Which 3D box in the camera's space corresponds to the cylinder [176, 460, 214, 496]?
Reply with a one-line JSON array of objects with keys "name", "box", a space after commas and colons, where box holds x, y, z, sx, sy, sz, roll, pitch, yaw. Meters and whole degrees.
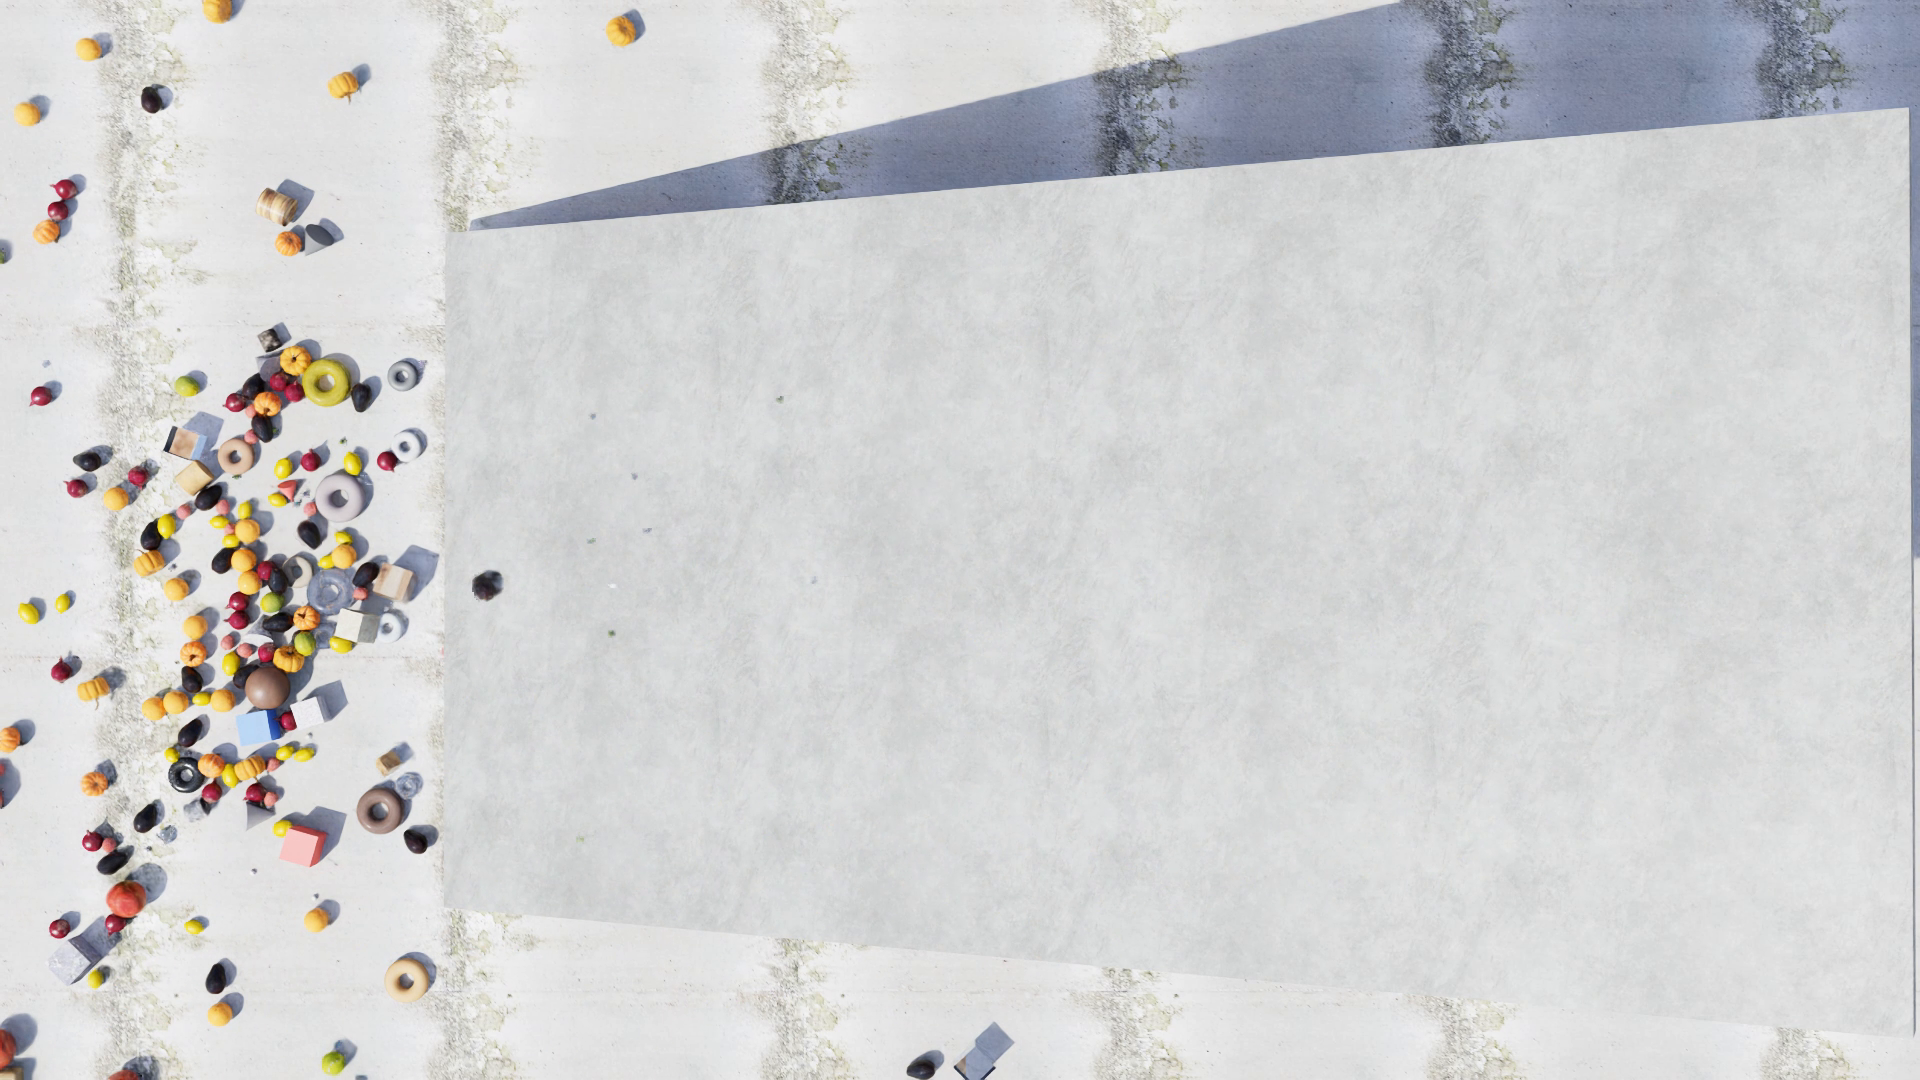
[{"name": "cylinder", "box": [-2.289, -0.186, 6.576, 0.079, 0.079, 0.079, -42, 90, -1]}]

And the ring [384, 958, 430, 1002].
[{"name": "ring", "box": [-1.655, 1.318, 6.577, 0.134, 0.045, 0.134, 0, 88, 0]}]

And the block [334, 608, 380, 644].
[{"name": "block", "box": [-1.795, 0.256, 6.555, 0.084, 0.084, 0.084, 13, 89, 24]}]

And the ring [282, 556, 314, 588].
[{"name": "ring", "box": [-1.987, 0.096, 6.597, 0.097, 0.032, 0.097, 0, 91, 0]}]

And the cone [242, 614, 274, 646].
[{"name": "cone", "box": [-2.096, 0.261, 6.591, 0.088, 0.088, 0.088, 2, 63, 0]}]

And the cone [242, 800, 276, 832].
[{"name": "cone", "box": [-2.094, 0.824, 6.584, 0.092, 0.092, 0.092, 0, 89, -27]}]

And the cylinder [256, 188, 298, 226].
[{"name": "cylinder", "box": [-2.046, -0.996, 6.580, 0.088, 0.088, 0.088, 25, 89, 0]}]

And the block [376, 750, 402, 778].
[{"name": "block", "box": [-1.707, 0.668, 6.567, 0.051, 0.051, 0.051, -32, 80, -37]}]

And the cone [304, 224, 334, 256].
[{"name": "cone", "box": [-1.945, -0.883, 6.602, 0.093, 0.093, 0.093, 44, 116, 0]}]

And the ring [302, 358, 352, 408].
[{"name": "ring", "box": [-1.899, -0.472, 6.594, 0.148, 0.049, 0.148, 0, 90, 1]}]

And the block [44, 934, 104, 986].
[{"name": "block", "box": [-2.640, 1.252, 6.551, 0.098, 0.098, 0.098, 44, 90, 0]}]

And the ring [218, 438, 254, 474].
[{"name": "ring", "box": [-2.171, -0.251, 6.598, 0.111, 0.037, 0.111, 0, 89, 1]}]

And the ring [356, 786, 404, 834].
[{"name": "ring", "box": [-1.734, 0.810, 6.581, 0.143, 0.048, 0.143, 0, 89, 0]}]

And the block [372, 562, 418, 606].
[{"name": "block", "box": [-1.683, 0.131, 6.558, 0.091, 0.091, 0.091, 19, 78, 0]}]

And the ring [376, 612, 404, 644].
[{"name": "ring", "box": [-1.715, 0.263, 6.595, 0.094, 0.031, 0.094, 0, 88, 0]}]

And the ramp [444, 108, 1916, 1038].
[{"name": "ramp", "box": [0.279, 0.079, 5.667, 4.000, 0.100, 2.000, 0, 89, 27]}]

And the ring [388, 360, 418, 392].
[{"name": "ring", "box": [-1.673, -0.492, 6.603, 0.094, 0.031, 0.094, 0, 88, 1]}]

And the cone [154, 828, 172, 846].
[{"name": "cone", "box": [-2.379, 0.881, 6.593, 0.050, 0.050, 0.050, 39, 63, 0]}]

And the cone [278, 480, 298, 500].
[{"name": "cone", "box": [-2.012, -0.141, 6.602, 0.058, 0.058, 0.058, -7, 116, 0]}]

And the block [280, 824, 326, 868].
[{"name": "block", "box": [-1.958, 0.912, 6.557, 0.094, 0.094, 0.094, 16, 89, 0]}]

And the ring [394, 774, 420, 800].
[{"name": "ring", "box": [-1.658, 0.740, 6.593, 0.076, 0.025, 0.076, 0, 89, 1]}]

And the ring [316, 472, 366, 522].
[{"name": "ring", "box": [-1.857, -0.126, 6.590, 0.150, 0.050, 0.150, 0, 91, 0]}]

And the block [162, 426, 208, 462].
[{"name": "block", "box": [-2.317, -0.288, 6.576, 0.082, 0.082, 0.082, 20, 89, 0]}]

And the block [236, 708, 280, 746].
[{"name": "block", "box": [-2.093, 0.559, 6.561, 0.092, 0.092, 0.092, -11, 89, 0]}]

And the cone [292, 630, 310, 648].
[{"name": "cone", "box": [-1.982, 0.296, 6.583, 0.053, 0.053, 0.053, 0, 89, 0]}]

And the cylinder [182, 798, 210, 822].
[{"name": "cylinder", "box": [-2.284, 0.807, 6.577, 0.055, 0.055, 0.055, -22, 89, 0]}]

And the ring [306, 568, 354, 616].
[{"name": "ring", "box": [-1.887, 0.157, 6.589, 0.143, 0.048, 0.143, 0, 89, -1]}]

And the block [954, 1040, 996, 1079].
[{"name": "block", "box": [0.044, 1.562, 6.551, 0.090, 0.090, 0.090, -44, 90, 0]}]

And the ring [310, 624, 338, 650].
[{"name": "ring", "box": [-1.909, 0.289, 6.597, 0.080, 0.027, 0.080, 0, 91, 0]}]

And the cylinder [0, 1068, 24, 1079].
[{"name": "cylinder", "box": [-2.840, 1.608, 6.564, 0.063, 0.063, 0.063, -2, 89, 0]}]

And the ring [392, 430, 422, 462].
[{"name": "ring", "box": [-1.661, -0.282, 6.601, 0.094, 0.031, 0.094, 0, 88, 1]}]

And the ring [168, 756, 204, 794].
[{"name": "ring", "box": [-2.317, 0.705, 6.588, 0.111, 0.037, 0.111, 0, 90, 1]}]

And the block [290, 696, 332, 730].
[{"name": "block", "box": [-1.938, 0.517, 6.568, 0.080, 0.080, 0.080, -18, 89, 0]}]
